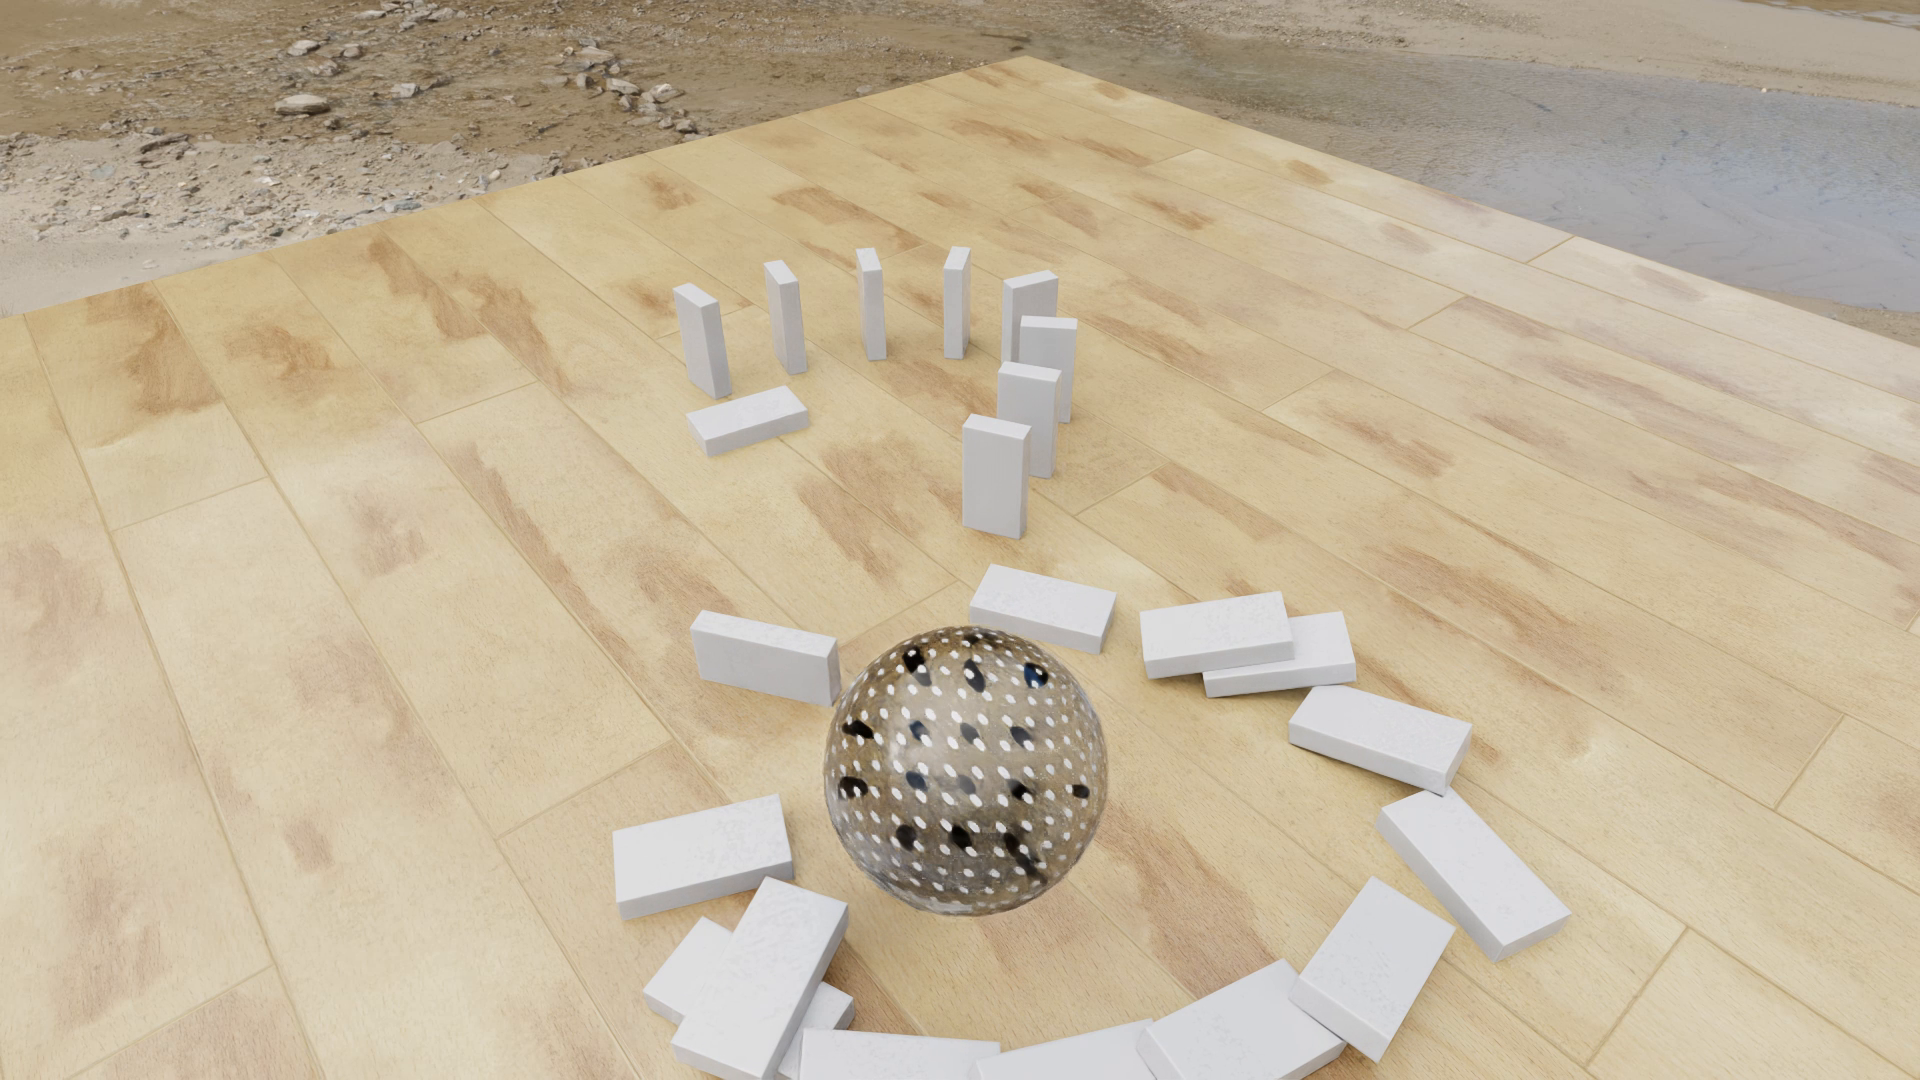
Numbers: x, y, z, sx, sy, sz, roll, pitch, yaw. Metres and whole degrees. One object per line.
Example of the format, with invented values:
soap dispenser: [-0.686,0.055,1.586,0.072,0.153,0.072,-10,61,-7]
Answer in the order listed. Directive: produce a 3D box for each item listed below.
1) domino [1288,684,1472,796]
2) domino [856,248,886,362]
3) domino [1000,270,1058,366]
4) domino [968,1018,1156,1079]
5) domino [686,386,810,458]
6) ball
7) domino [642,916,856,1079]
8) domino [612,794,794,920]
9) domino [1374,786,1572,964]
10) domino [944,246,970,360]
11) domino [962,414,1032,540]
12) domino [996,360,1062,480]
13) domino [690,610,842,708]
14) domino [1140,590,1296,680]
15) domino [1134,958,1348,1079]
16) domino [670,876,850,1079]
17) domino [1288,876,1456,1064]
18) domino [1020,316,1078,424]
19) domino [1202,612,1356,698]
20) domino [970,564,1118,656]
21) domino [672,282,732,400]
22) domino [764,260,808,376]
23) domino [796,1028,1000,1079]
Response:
domino: [0.136,0.063,0.358,0.050,0.009,0.025,16,40,37]
domino: [-0.045,-0.119,0.557,0.010,0.050,0.025,-8,40,-9]
domino: [0.034,-0.105,0.540,0.025,0.050,0.010,-18,43,-20]
domino: [0.030,0.136,0.269,0.050,0.010,0.025,-2,37,-23]
domino: [-0.099,-0.056,0.511,0.050,0.009,0.025,-20,44,-23]
ball: [0.002,0.064,0.310,0.080,0.080,0.080,0,39,0]
domino: [-0.056,0.123,0.293,0.050,0.009,0.025,19,43,22]
domino: [-0.077,0.094,0.329,0.050,0.010,0.025,-10,40,-12]
domino: [0.150,0.097,0.325,0.025,0.010,0.050,-15,42,-18]
domino: [-0.001,-0.120,0.558,0.010,0.050,0.025,6,40,7]
domino: [0.014,-0.025,0.442,0.025,0.050,0.009,14,41,16]
domino: [0.029,-0.051,0.474,0.025,0.050,0.010,12,41,14]
domino: [-0.067,0.041,0.381,0.050,0.025,0.009,10,40,12]
domino: [0.090,0.033,0.386,0.050,0.010,0.025,-10,37,12]
domino: [0.072,0.127,0.279,0.050,0.010,0.025,-9,38,-32]
domino: [-0.051,0.115,0.288,0.025,0.010,0.050,13,41,15]
domino: [0.112,0.114,0.296,0.025,0.009,0.050,30,36,30]
domino: [0.040,-0.078,0.507,0.025,0.050,0.009,4,40,5]
domino: [0.110,0.040,0.385,0.050,0.009,0.025,-9,38,13]
domino: [0.031,0.025,0.412,0.050,0.009,0.025,13,41,15]
domino: [-0.123,-0.095,0.527,0.010,0.050,0.025,-29,48,-31]
domino: [-0.086,-0.110,0.546,0.010,0.050,0.025,-16,42,-19]
domino: [-0.015,0.136,0.269,0.050,0.009,0.025,8,38,-9]
